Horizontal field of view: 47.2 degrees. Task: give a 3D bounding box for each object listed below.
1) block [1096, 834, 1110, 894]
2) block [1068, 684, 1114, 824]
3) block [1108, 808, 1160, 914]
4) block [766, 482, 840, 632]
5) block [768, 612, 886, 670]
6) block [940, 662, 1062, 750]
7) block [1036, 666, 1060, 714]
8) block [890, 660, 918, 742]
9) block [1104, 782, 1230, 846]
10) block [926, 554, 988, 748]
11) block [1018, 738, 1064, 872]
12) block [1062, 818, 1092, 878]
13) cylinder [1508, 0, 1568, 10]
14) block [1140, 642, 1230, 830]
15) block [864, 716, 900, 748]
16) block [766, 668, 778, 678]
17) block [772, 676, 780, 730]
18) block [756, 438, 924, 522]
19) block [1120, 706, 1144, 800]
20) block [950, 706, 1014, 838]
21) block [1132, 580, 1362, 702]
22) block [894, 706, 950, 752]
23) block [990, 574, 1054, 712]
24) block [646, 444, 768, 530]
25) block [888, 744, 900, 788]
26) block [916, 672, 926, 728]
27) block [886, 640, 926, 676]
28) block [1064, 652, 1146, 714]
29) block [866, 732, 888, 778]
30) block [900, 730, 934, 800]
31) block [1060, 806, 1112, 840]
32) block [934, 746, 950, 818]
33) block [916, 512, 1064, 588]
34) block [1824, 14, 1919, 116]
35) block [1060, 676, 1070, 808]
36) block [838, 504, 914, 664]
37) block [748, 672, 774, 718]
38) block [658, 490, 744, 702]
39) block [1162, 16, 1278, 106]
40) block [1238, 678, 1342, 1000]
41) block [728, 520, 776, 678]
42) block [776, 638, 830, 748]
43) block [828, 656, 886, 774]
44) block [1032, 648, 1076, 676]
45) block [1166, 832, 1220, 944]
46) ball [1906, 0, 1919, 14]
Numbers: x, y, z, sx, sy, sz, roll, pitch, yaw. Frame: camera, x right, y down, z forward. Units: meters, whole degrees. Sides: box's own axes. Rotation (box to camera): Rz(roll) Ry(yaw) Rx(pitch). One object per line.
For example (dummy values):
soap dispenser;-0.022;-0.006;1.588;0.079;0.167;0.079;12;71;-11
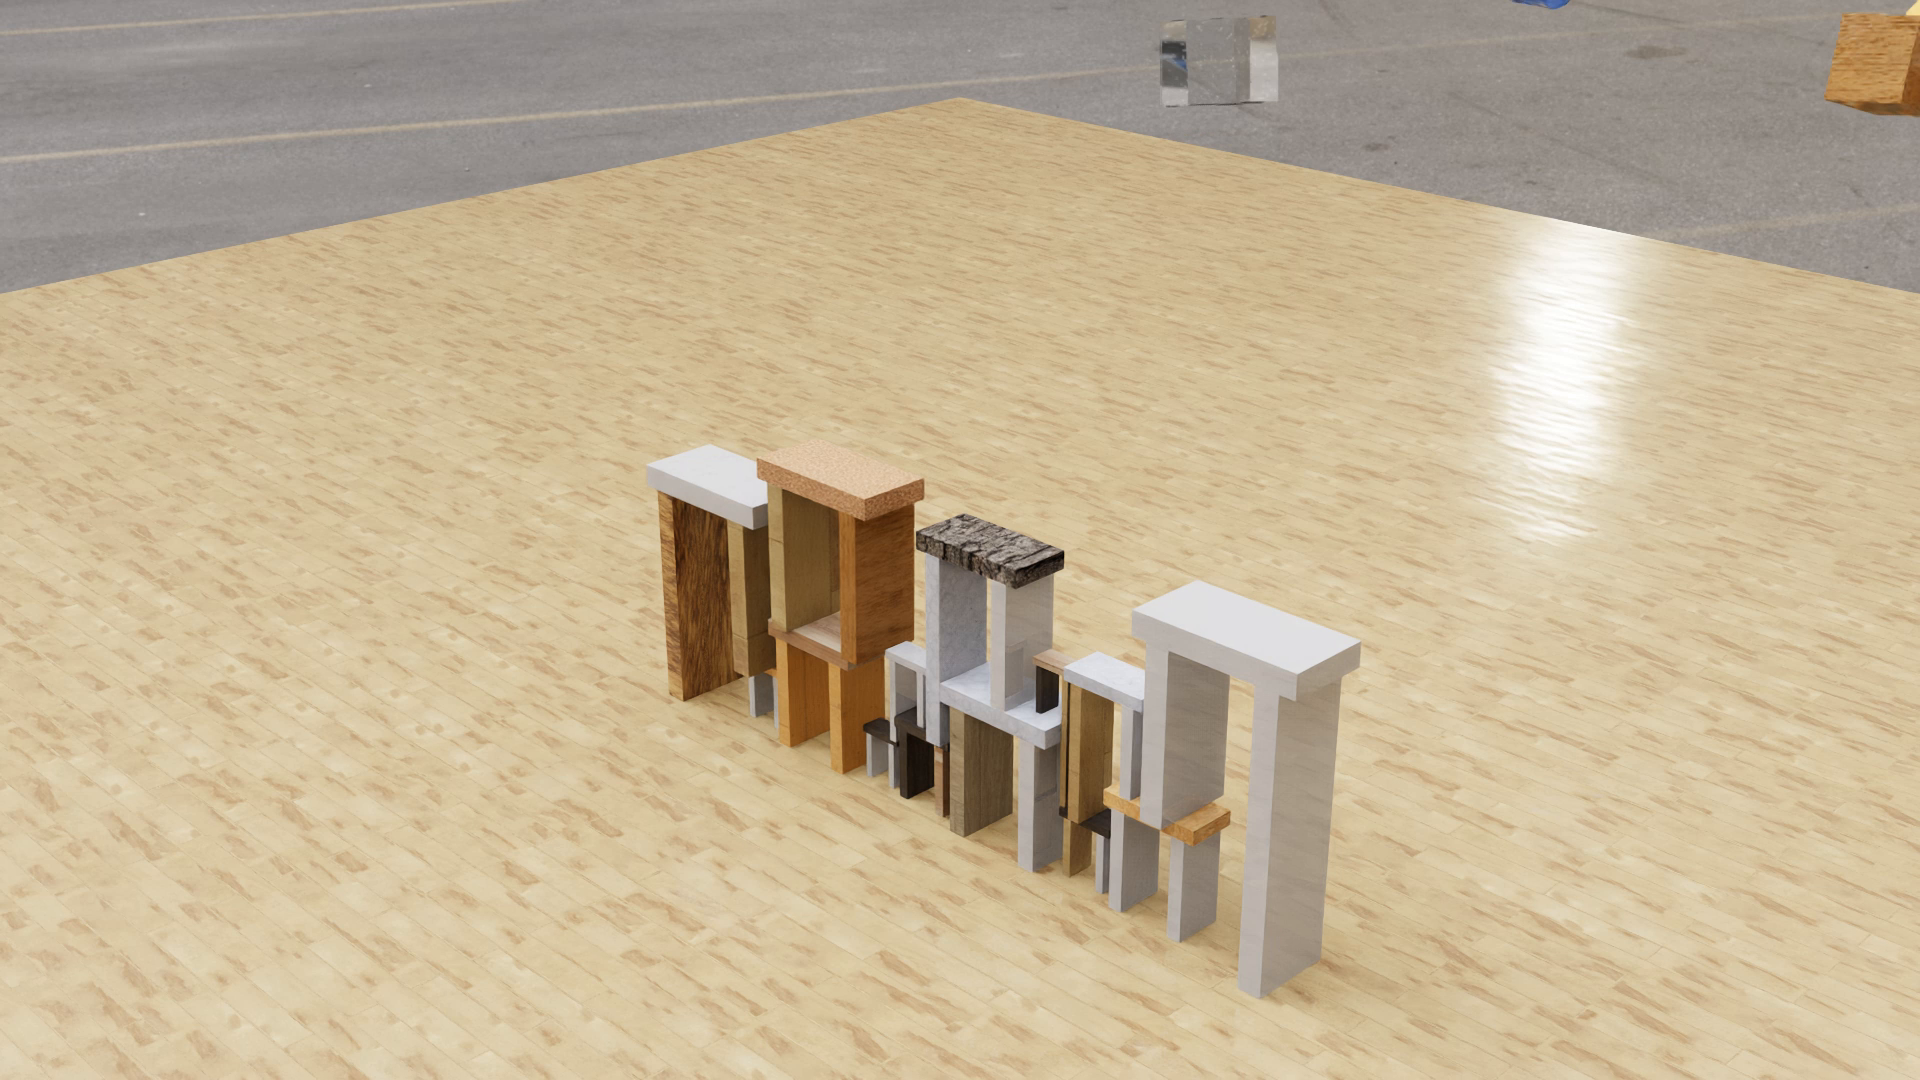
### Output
block;0.286;0.604;4.176;0.018;0.126;0.063;21;31;41
block;0.246;0.385;4.117;0.027;0.287;0.094;21;31;41
block;0.328;0.581;4.118;0.030;0.213;0.107;21;31;41
block;-0.320;0.015;4.582;0.046;0.324;0.162;21;31;40
block;-0.273;0.200;4.605;0.249;0.035;0.125;21;31;40
block;0.109;0.317;4.247;0.280;0.040;0.140;21;31;41
block;0.166;0.276;4.166;0.014;0.099;0.049;21;31;41
block;-0.115;0.319;4.480;0.017;0.183;0.060;21;31;40
block;0.378;0.489;4.024;0.213;0.030;0.107;21;31;41
block;-0.007;0.199;4.317;0.132;0.406;0.037;-21;31;-41
block;0.175;0.490;4.249;0.040;0.280;0.140;21;31;41
block;0.226;0.581;4.231;0.018;0.126;0.063;21;31;41
cylinder;1.467;-1.438;5.598;0.150;0.150;0.150;-16;28;-34
block;0.403;0.322;3.923;0.050;0.355;0.178;21;31;41
block;-0.148;0.397;4.549;0.050;0.014;0.101;-21;31;-41
block;-0.405;0.268;4.787;0.062;0.018;0.124;-21;31;-40
block;-0.376;0.346;4.787;0.018;0.124;0.062;21;31;41
block;-0.243;-0.125;4.438;0.324;0.046;0.162;21;31;41
block;0.334;0.374;4.016;0.027;0.187;0.094;21;31;41
block;0.043;0.438;4.370;0.040;0.280;0.140;21;31;41
block;0.487;0.168;3.767;0.355;0.050;0.178;21;31;41
block;-0.051;0.379;4.441;0.078;0.022;0.156;-21;31;-41
block;0.118;0.182;4.175;0.037;0.265;0.132;21;31;41
block;-0.490;-0.116;4.705;0.353;0.050;0.176;21;31;40
block;-0.124;0.459;4.549;0.050;0.101;0.014;-21;31;-41
block;-0.059;0.312;4.415;0.060;0.121;0.017;-21;31;-41
block;-0.087;0.238;4.415;0.060;0.017;0.121;-21;31;-41
block;0.290;0.258;4.015;0.187;0.027;0.094;21;31;41
block;-0.171;0.441;4.593;0.014;0.101;0.050;21;31;41
block;-0.088;0.446;4.509;0.022;0.156;0.078;21;31;41
block;0.256;0.526;4.176;0.126;0.018;0.063;21;31;41
block;-0.015;0.475;4.442;0.022;0.156;0.078;21;31;41
block;0.056;0.019;4.173;0.265;0.037;0.132;21;31;41
block;2.034;-1.030;4.777;0.186;0.186;0.186;4;9;-35
block;0.213;0.375;4.157;0.014;0.275;0.050;21;31;41
block;-0.167;0.075;4.442;0.162;0.324;0.046;-21;32;-41
block;-0.435;0.323;4.841;0.018;0.124;0.062;21;31;41
block;-0.573;0.102;4.887;0.050;0.495;0.176;21;31;41
block;0.802;-1.477;6.785;0.258;0.258;0.258;7;16;37
block;0.571;0.500;3.816;0.050;0.599;0.178;21;31;41
block;-0.407;0.101;4.707;0.050;0.353;0.176;21;31;40
block;-0.332;0.308;4.715;0.035;0.249;0.125;21;31;41
block;-0.214;0.354;4.607;0.035;0.249;0.125;21;31;41
block;0.189;0.233;4.122;0.099;0.014;0.050;21;31;41
block;0.428;0.621;4.025;0.030;0.213;0.107;21;31;41
ball;2.343;-1.164;5.148;0.282;0.282;0.282;0;23;0
